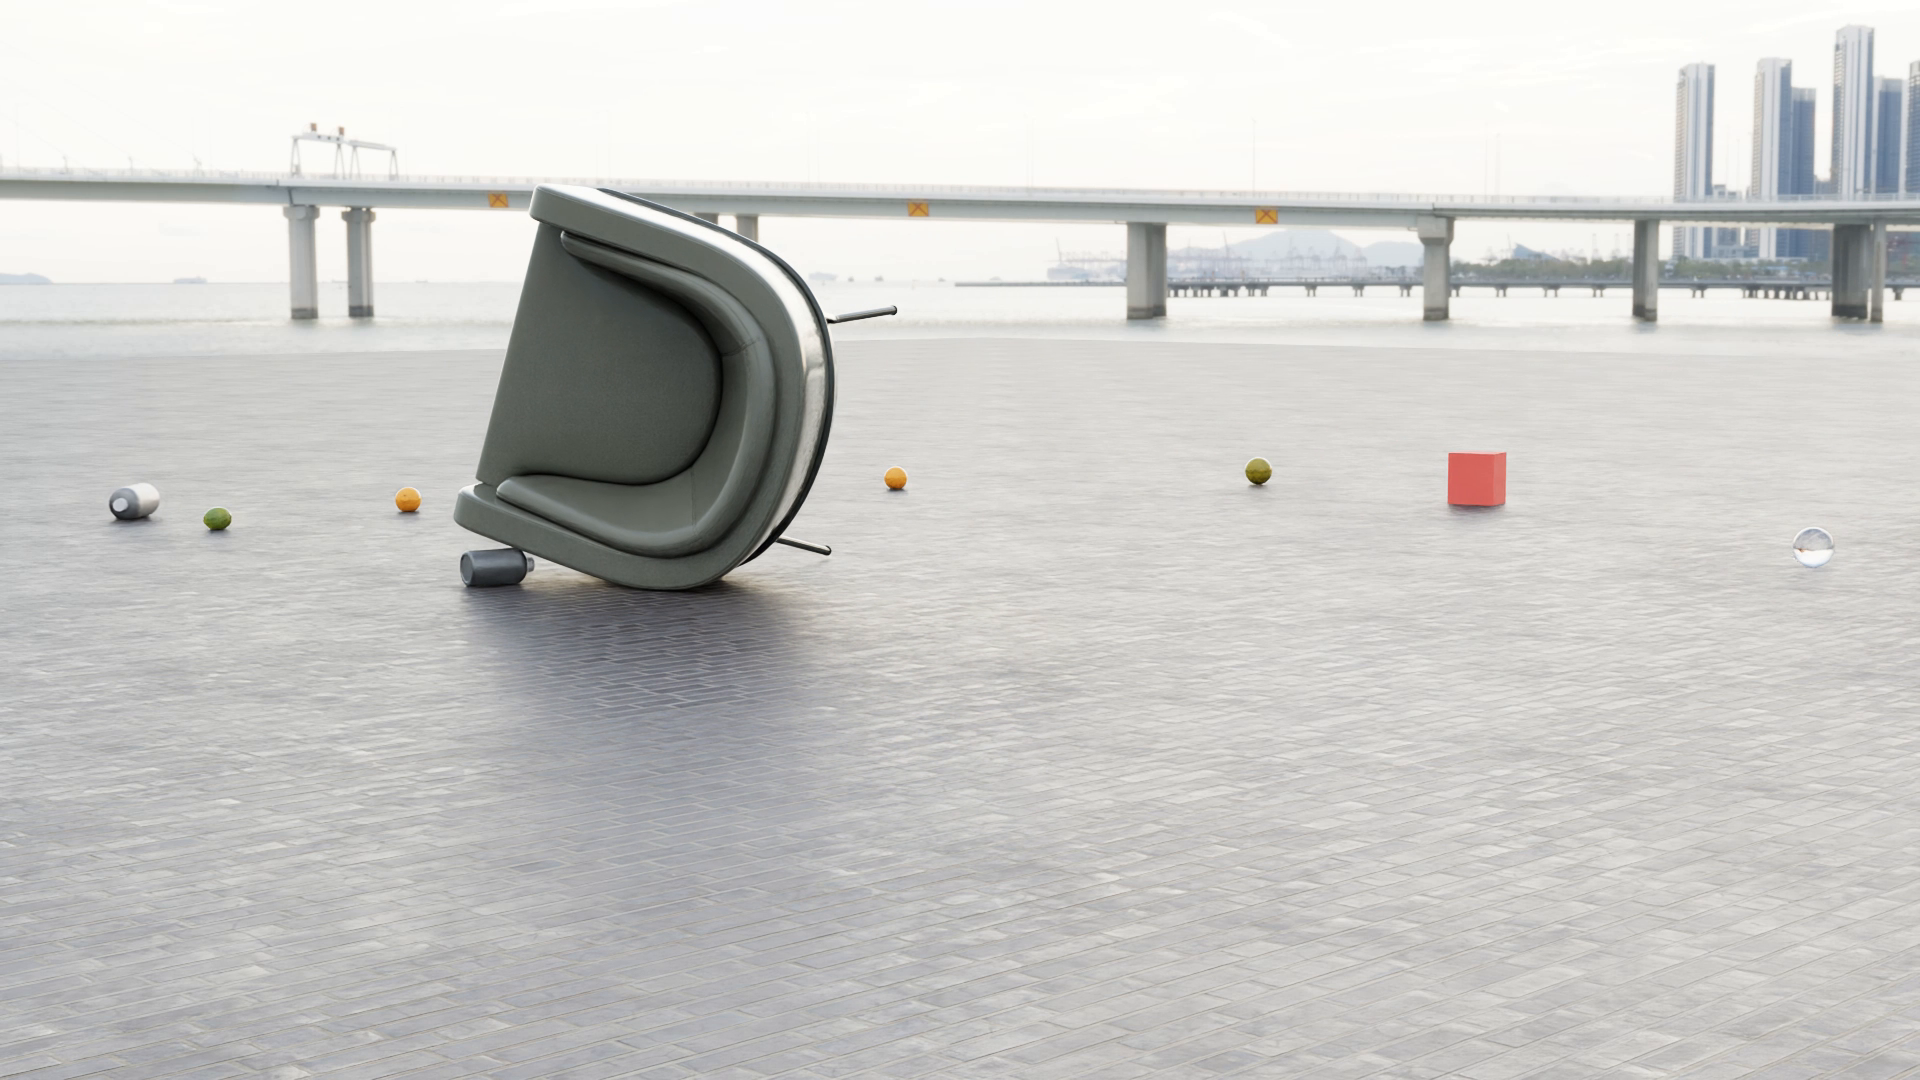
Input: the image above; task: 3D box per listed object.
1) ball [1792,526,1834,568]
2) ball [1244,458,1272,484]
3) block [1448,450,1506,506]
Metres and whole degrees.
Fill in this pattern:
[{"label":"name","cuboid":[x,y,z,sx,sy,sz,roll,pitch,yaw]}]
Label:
[{"label":"ball","cuboid":[1.933,0.016,5.810,0.092,0.092,0.092,0,6,0]},{"label":"ball","cuboid":[0.943,-0.218,8.109,0.086,0.086,0.086,0,6,0]},{"label":"block","cuboid":[1.501,-0.181,7.446,0.137,0.148,0.115,3,7,29]}]
